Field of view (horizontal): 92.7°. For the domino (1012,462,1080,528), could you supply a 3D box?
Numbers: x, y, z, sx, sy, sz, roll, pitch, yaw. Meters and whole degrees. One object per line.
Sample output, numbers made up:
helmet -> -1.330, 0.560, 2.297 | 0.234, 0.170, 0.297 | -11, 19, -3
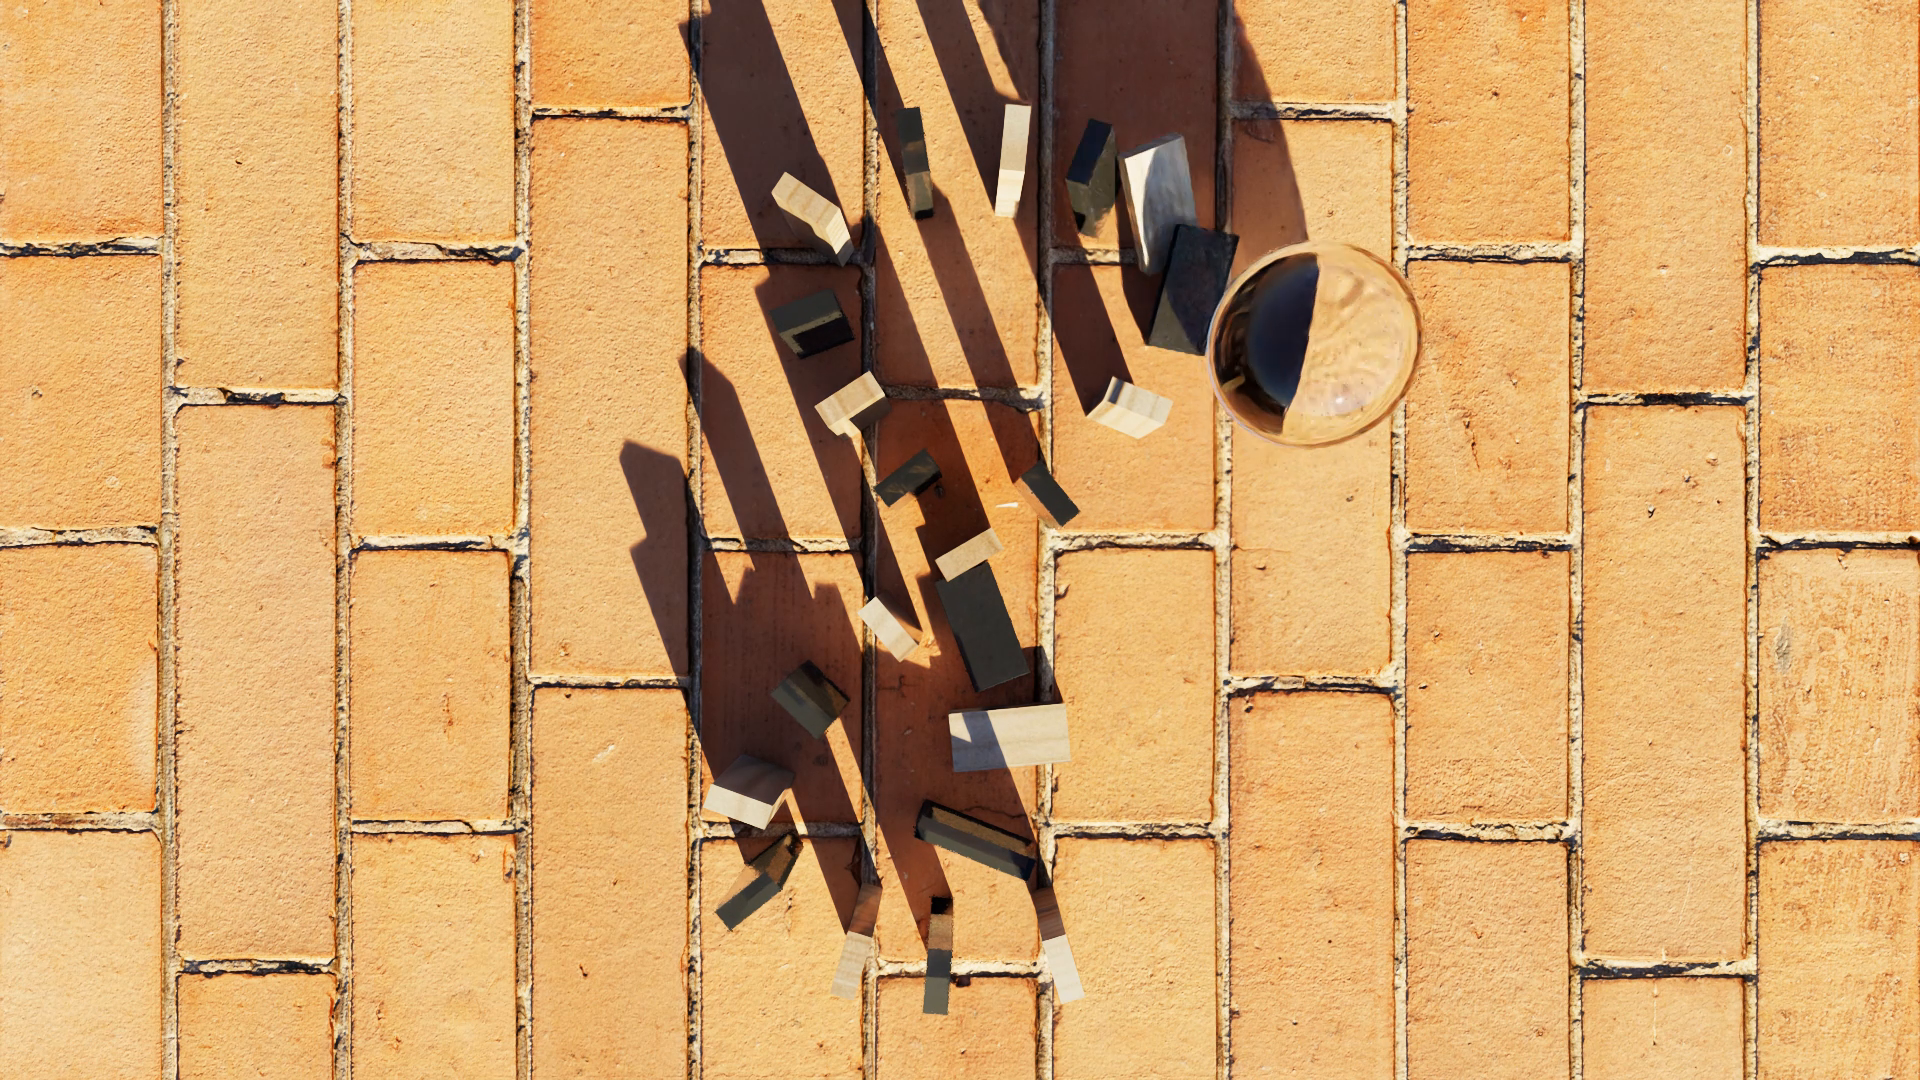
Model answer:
domino -> 0.035, -0.017, 0.375 | 0.009, 0.050, 0.025 | -40, 90, 0

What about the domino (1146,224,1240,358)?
domino -> 0.097, -0.105, 0.387 | 0.025, 0.009, 0.050 | 11, 110, -2

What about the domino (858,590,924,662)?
domino -> -0.028, 0.034, 0.375 | 0.009, 0.050, 0.025 | -41, 90, 0

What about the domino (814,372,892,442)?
domino -> -0.042, -0.054, 0.375 | 0.025, 0.050, 0.009 | -33, 90, 0

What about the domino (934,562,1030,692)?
domino -> 0.010, 0.037, 0.395 | 0.025, 0.010, 0.050 | -21, 90, 0

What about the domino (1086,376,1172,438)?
domino -> 0.068, -0.053, 0.375 | 0.025, 0.050, 0.010 | 22, 90, 0

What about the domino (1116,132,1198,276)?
domino -> 0.084, -0.139, 0.382 | 0.025, 0.010, 0.050 | -22, 125, 0

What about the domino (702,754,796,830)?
domino -> -0.085, 0.102, 0.375 | 0.025, 0.050, 0.010 | 20, 90, 0

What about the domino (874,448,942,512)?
domino -> -0.020, -0.024, 0.375 | 0.025, 0.050, 0.010 | -38, 90, 0

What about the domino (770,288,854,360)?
domino -> -0.059, -0.088, 0.375 | 0.025, 0.050, 0.009 | -20, 90, 0

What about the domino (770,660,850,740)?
domino -> -0.060, 0.064, 0.375 | 0.025, 0.050, 0.009 | 44, 90, 0

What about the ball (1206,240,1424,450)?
ball -> 0.138, -0.076, 0.360 | 0.080, 0.080, 0.080 | 0, 90, 0

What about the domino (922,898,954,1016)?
domino -> -0.009, 0.169, 0.375 | 0.009, 0.050, 0.025 | 5, 90, 0

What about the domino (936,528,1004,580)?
domino -> 0.004, 0.006, 0.375 | 0.025, 0.050, 0.010 | -30, 90, 0

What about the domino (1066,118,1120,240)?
domino -> 0.055, -0.146, 0.375 | 0.009, 0.050, 0.025 | 22, 90, 15

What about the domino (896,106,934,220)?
domino -> -0.018, -0.153, 0.375 | 0.009, 0.050, 0.025 | -9, 90, 0

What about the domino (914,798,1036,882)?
domino -> 0.006, 0.126, 0.388 | 0.050, 0.025, 0.010 | 22, 90, 0

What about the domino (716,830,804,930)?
domino -> -0.081, 0.138, 0.375 | 0.025, 0.050, 0.009 | -38, 90, 0

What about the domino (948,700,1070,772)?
domino -> 0.021, 0.084, 0.395 | 0.050, 0.009, 0.025 | -5, 90, 0

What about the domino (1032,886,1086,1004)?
domino -> 0.040, 0.164, 0.375 | 0.010, 0.050, 0.025 | -17, 90, 0

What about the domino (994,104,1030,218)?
domino -> 0.021, -0.154, 0.375 | 0.010, 0.050, 0.025 | 6, 90, 0

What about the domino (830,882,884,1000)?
domino -> -0.042, 0.163, 0.375 | 0.010, 0.050, 0.025 | 17, 90, 0

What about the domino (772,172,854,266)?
domino -> -0.059, -0.130, 0.375 | 0.025, 0.050, 0.010 | 34, 90, 0
